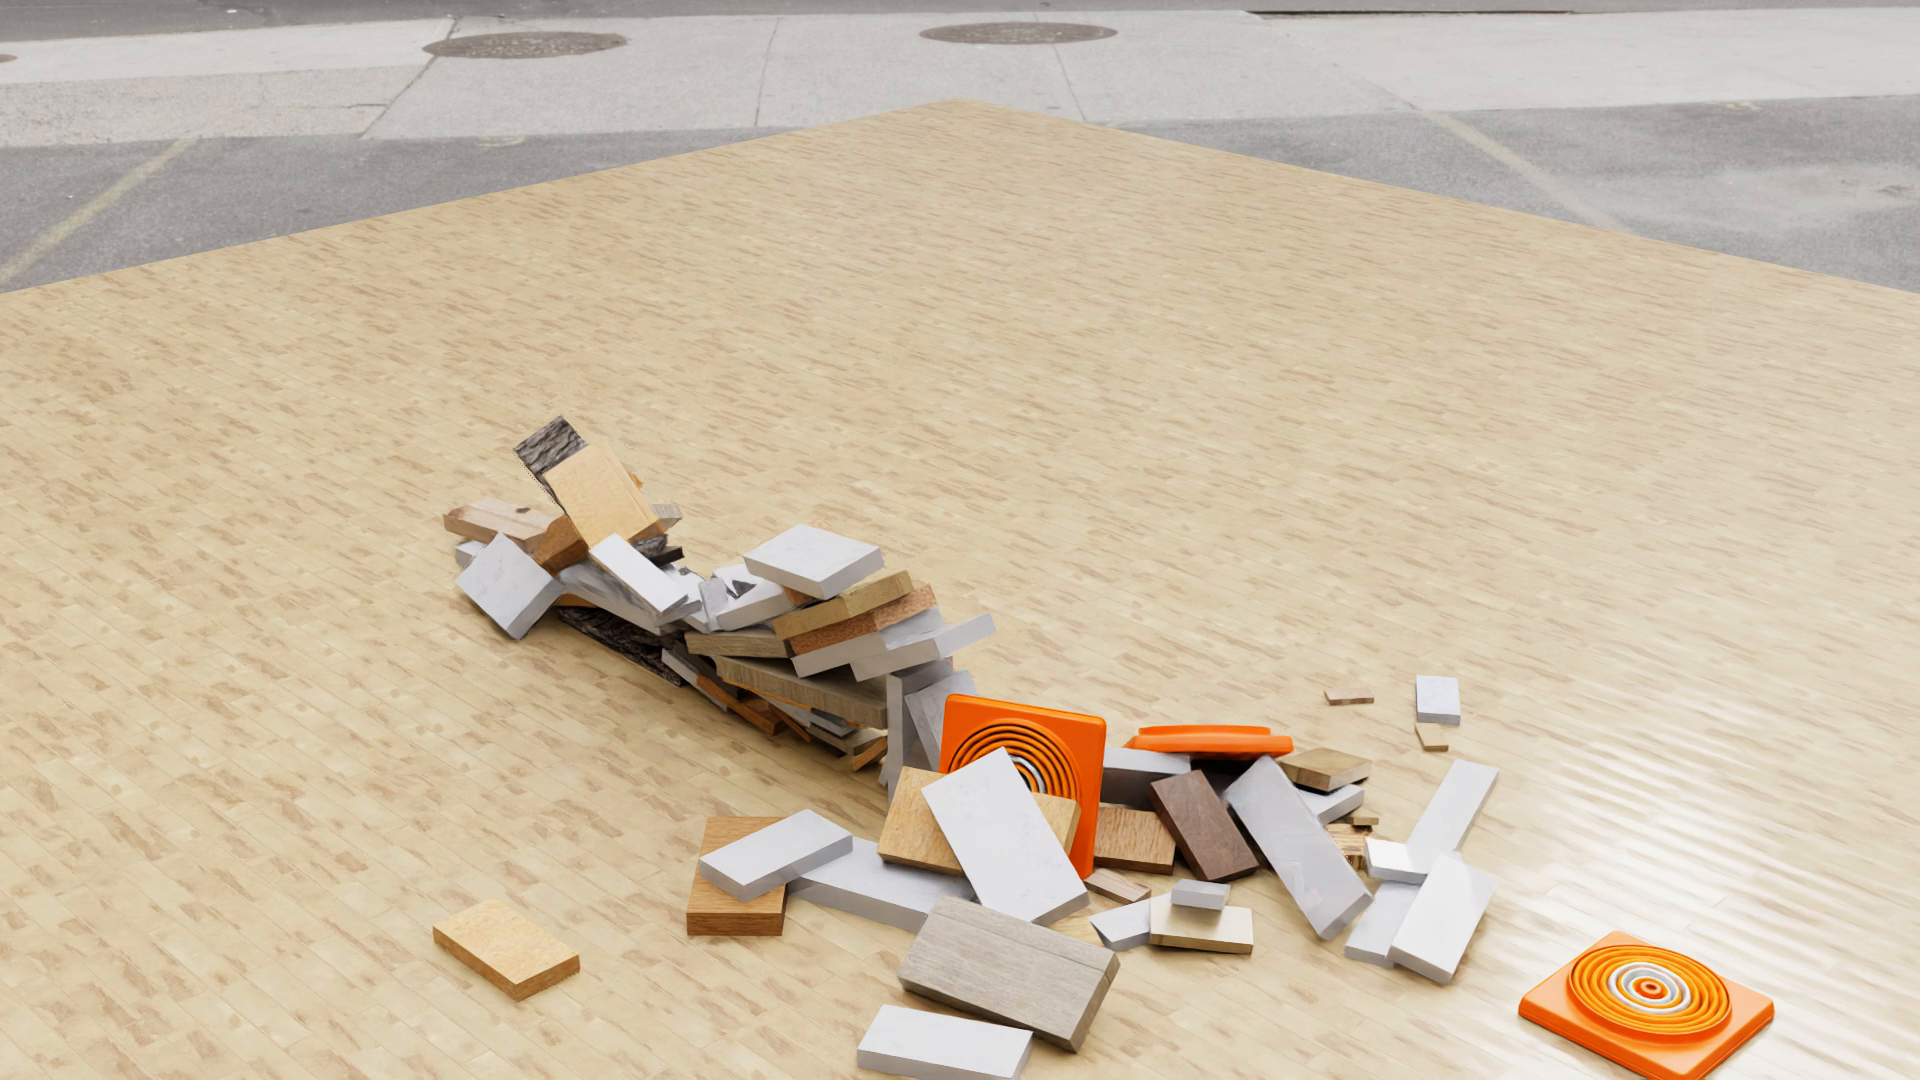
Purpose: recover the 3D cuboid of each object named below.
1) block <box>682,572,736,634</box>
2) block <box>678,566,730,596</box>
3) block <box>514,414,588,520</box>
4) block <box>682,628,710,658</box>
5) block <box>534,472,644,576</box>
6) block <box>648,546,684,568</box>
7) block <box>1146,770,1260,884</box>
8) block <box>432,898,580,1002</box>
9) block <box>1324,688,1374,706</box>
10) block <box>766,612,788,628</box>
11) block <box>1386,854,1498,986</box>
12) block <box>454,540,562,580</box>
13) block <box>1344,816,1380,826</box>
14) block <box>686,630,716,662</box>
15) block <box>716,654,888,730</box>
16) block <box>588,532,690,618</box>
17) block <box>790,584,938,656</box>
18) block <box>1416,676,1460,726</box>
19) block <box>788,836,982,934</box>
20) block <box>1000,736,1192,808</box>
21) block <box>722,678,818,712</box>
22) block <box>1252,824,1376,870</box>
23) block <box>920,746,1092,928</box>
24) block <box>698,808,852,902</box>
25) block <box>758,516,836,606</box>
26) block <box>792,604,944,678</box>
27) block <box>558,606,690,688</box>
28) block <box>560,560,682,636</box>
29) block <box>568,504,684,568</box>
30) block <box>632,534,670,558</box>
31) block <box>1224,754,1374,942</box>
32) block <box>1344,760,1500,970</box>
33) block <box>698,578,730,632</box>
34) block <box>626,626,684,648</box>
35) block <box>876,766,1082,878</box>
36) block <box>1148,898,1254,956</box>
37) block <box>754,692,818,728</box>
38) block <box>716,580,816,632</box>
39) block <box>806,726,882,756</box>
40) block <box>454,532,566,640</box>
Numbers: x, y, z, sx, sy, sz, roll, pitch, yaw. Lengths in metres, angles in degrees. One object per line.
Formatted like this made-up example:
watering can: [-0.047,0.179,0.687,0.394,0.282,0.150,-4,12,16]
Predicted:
block: [-0.572,0.138,4.817,0.105,0.030,0.210,-26,34,-31]
block: [-0.601,0.127,4.907,0.105,0.030,0.210,-25,33,-30]
block: [-0.891,-0.121,5.229,0.143,0.040,0.483,-37,51,-10]
block: [-0.562,0.215,4.910,0.067,0.019,0.133,-13,34,-31]
block: [-0.911,-0.029,5.343,0.332,0.047,0.166,-28,33,38]
block: [-0.691,0.039,4.921,0.089,0.025,0.177,-22,12,-26]
block: [0.470,0.559,4.265,0.117,0.033,0.234,-12,54,-26]
block: [-0.821,0.737,3.974,0.134,0.038,0.267,-22,31,-40]
block: [0.870,0.349,4.919,0.101,0.014,0.050,-2,23,-5]
block: [-0.357,0.171,4.646,0.054,0.015,0.108,-23,16,-39]
block: [0.884,0.690,4.018,0.117,0.033,0.298,24,36,18]
block: [-1.112,0.058,5.559,0.326,0.046,0.163,19,30,40]
block: [0.797,0.557,4.370,0.050,0.014,0.101,0,-5,-1]
block: [-0.538,0.230,4.847,0.067,0.019,0.133,-19,39,-38]
block: [-0.288,0.292,4.620,0.488,0.045,0.159,14,27,39]
block: [-0.698,0.076,4.778,0.074,0.021,0.264,-36,53,-25]
block: [-0.201,0.164,4.488,0.158,0.045,0.317,-23,2,-37]
block: [1.062,0.356,4.890,0.091,0.026,0.183,4,23,9]
block: [-0.132,0.653,4.159,0.347,0.049,0.174,12,26,25]
block: [0.251,0.464,4.372,0.382,0.158,0.045,7,57,-15]
block: [-0.378,0.304,4.711,0.277,0.029,0.103,15,28,40]
block: [0.695,0.600,4.304,0.234,0.033,0.117,0,23,1]
block: [0.081,0.561,4.042,0.176,0.050,0.352,-27,52,-6]
block: [-0.348,0.597,4.178,0.267,0.038,0.134,-21,31,-40]
block: [-0.310,0.042,4.534,0.149,0.042,0.298,-22,23,-10]
block: [-0.191,0.208,4.504,0.159,0.045,0.319,-23,2,-40]
block: [-0.760,0.233,5.170,0.114,0.032,0.498,-20,30,-39]
block: [-0.753,0.123,5.151,0.163,0.046,0.434,-19,26,-36]
block: [-0.822,0.004,5.363,0.285,0.040,0.143,-36,-18,27]
block: [-0.698,0.018,4.914,0.074,0.021,0.148,-16,10,3]
block: [0.640,0.579,4.190,0.117,0.033,0.447,-45,33,9]
block: [0.909,0.615,4.278,0.091,0.026,0.778,11,25,24]
block: [-0.523,0.138,4.722,0.054,0.108,0.015,-14,-3,-31]
block: [-0.656,0.210,5.053,0.114,0.032,0.228,-20,14,-36]
block: [0.036,0.548,4.145,0.352,0.050,0.176,9,67,20]
block: [0.439,0.705,4.017,0.186,0.026,0.093,7,34,-1]
block: [-0.353,0.343,4.726,0.180,0.022,0.079,28,35,36]
block: [-0.374,0.113,4.639,0.298,0.042,0.149,-19,15,48]
block: [-0.245,0.409,4.656,0.079,0.022,0.158,-20,30,-39]
block: [-1.092,0.109,5.324,0.166,0.047,0.332,-49,38,-8]
